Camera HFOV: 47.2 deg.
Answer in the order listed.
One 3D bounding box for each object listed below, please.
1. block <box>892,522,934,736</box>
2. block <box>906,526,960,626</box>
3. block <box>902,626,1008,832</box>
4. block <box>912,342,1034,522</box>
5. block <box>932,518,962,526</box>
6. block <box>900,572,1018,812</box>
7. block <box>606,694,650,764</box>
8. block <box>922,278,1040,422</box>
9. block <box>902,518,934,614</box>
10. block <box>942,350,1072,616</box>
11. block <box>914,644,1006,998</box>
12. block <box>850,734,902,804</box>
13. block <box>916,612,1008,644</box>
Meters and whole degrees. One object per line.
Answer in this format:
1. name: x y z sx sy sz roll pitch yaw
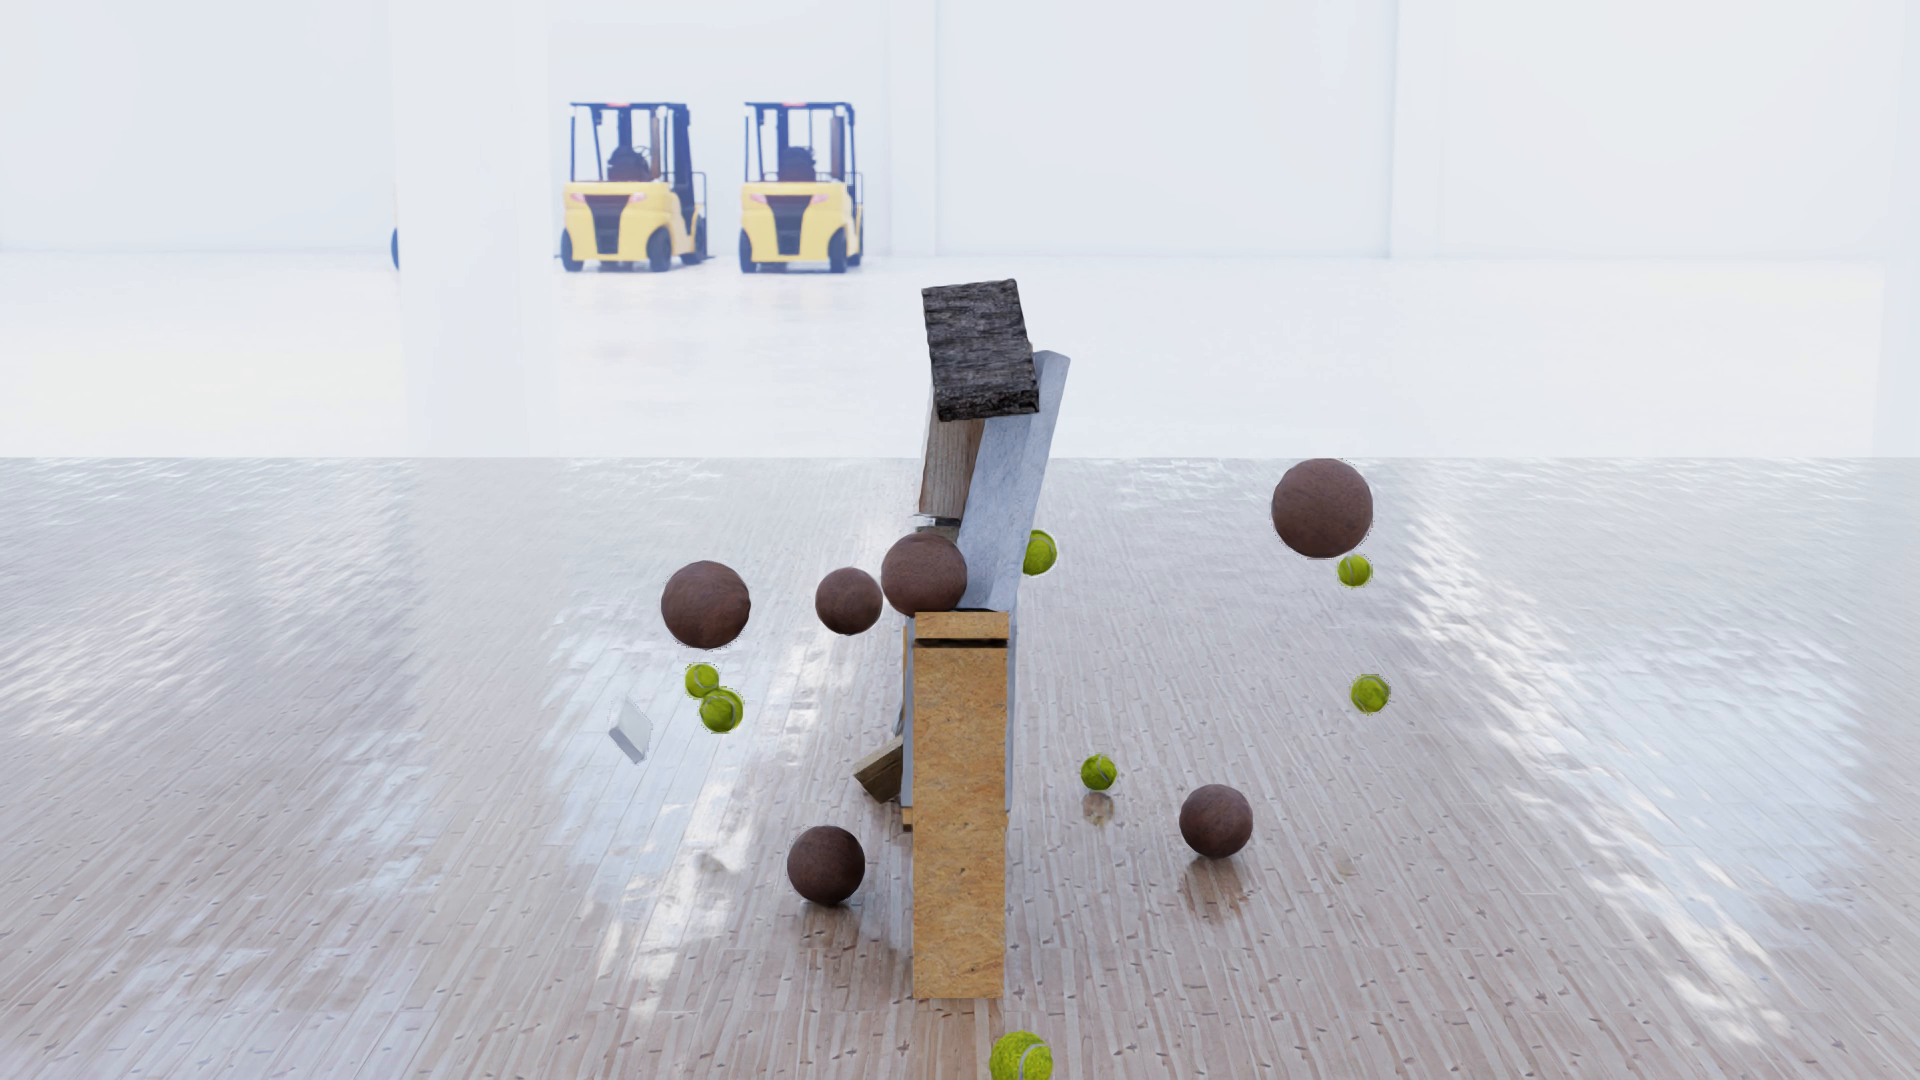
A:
1. block: -0.036 0.157 3.728 0.092 0.367 0.026 7 11 -20
2. block: 0.004 0.072 3.534 0.168 0.048 0.337 1 -25 -4
3. block: -0.009 0.306 3.577 0.168 0.337 0.048 0 -23 -1
4. block: 0.021 -0.173 3.422 0.146 0.292 0.041 9 -6 -12
5. block: 0.014 -0.085 3.475 0.101 0.202 0.029 3 7 -7
6. block: 0.000 0.234 3.390 0.168 0.359 0.048 2 -11 -1
7. block: -0.534 0.305 3.553 0.020 0.070 0.139 -37 16 7
8. block: 0.028 -0.287 3.288 0.146 0.041 0.292 -6 40 -2
9. block: -0.032 0.048 3.768 0.092 0.184 0.026 16 -11 -15
10. block: 0.069 -0.085 3.311 0.041 0.397 0.146 17 -9 -27
11. block: -0.001 0.410 3.197 0.132 0.525 0.037 0 10 -1
12. block: -0.088 0.373 3.751 0.176 0.088 0.025 -33 36 6
13. block: 0.002 0.139 3.247 0.132 0.037 0.265 1 -8 0
